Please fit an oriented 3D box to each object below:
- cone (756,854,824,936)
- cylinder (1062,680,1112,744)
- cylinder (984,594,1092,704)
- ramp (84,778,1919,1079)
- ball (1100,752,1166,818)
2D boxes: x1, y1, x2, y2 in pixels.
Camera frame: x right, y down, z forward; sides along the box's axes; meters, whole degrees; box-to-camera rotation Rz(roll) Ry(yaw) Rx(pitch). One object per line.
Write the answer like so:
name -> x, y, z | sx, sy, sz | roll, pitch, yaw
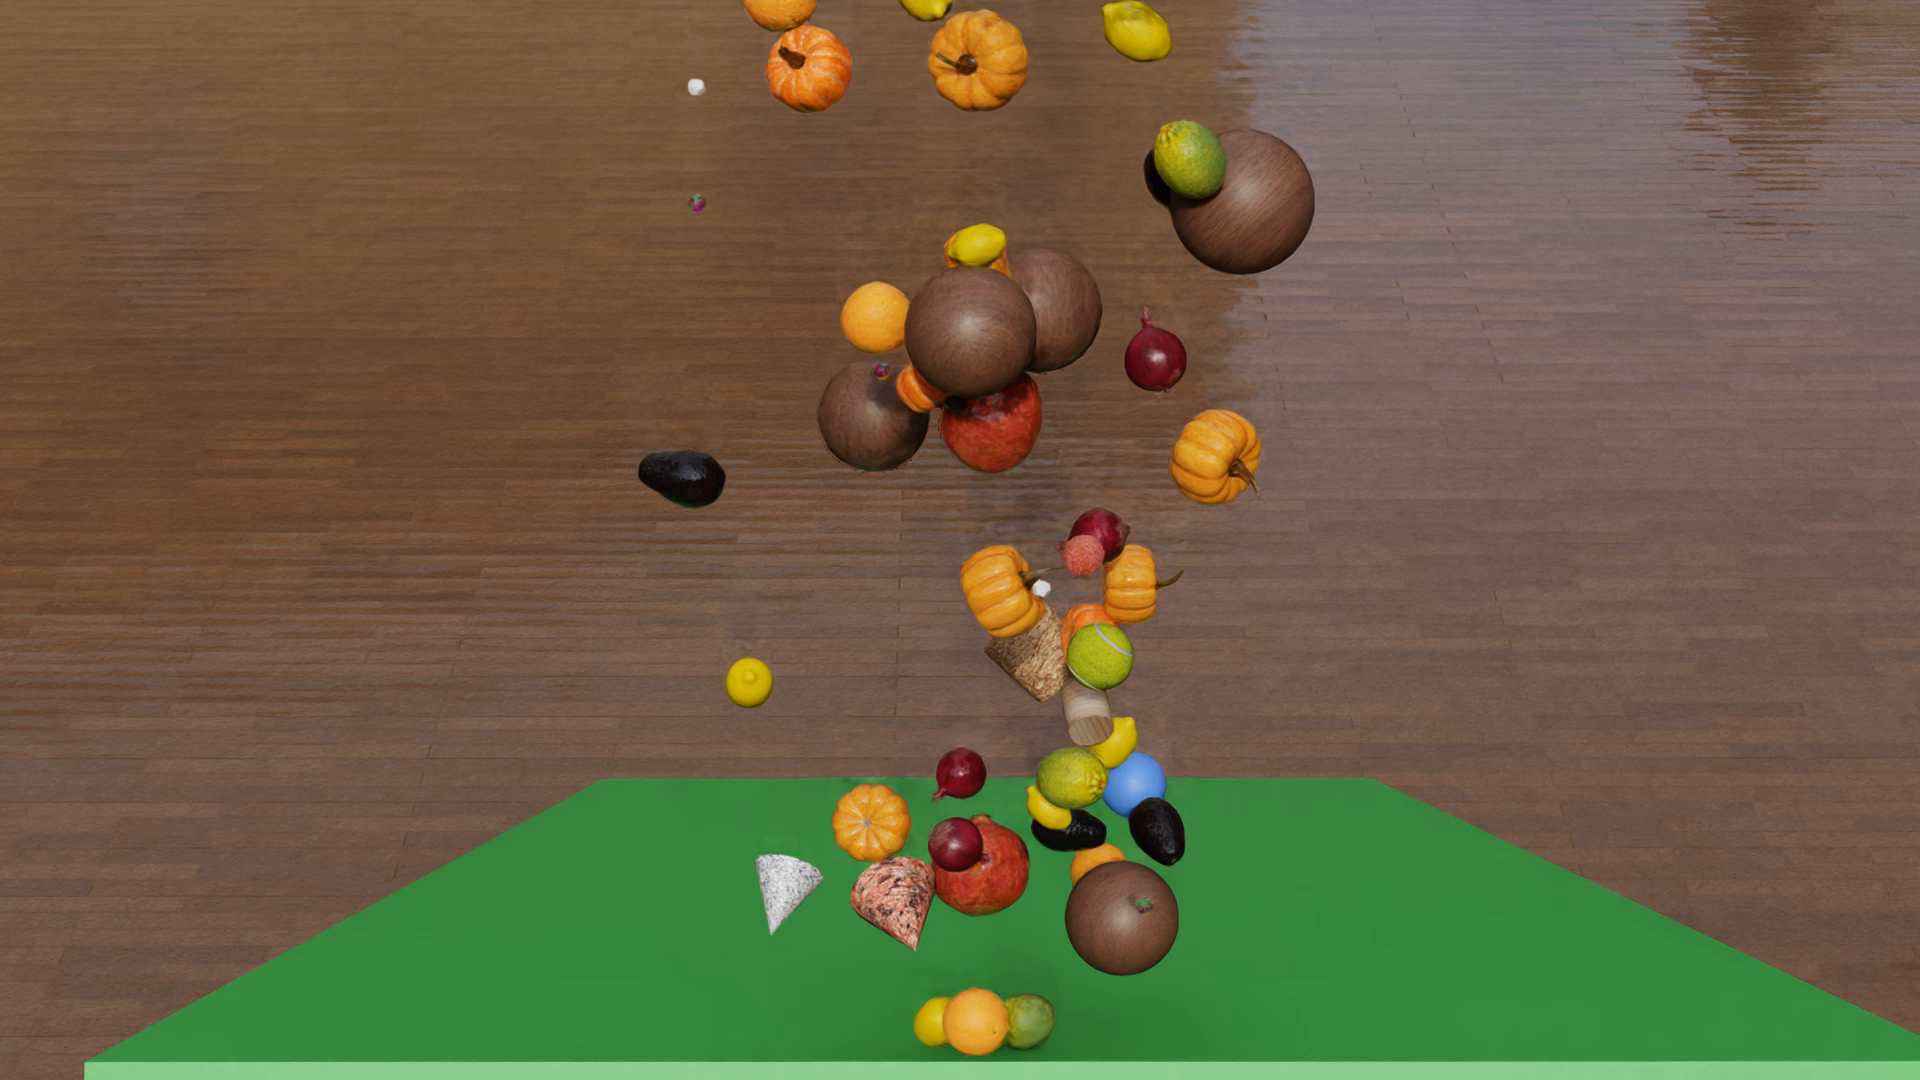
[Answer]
cone -> -0.196, 0.394, 2.820 | 0.078, 0.078, 0.078 | 8, 60, 12
cylinder -> 0.141, 0.191, 2.871 | 0.052, 0.052, 0.052 | 0, 58, -1
cylinder -> 0.089, 0.125, 2.983 | 0.089, 0.089, 0.089 | 42, 39, -4
ramp -> 0.073, 0.636, 4.743 | 2.000, 0.100, 4.000 | 0, -1, 0
ball -> 0.205, 0.290, 3.070 | 0.079, 0.079, 0.079 | 0, 33, 0
